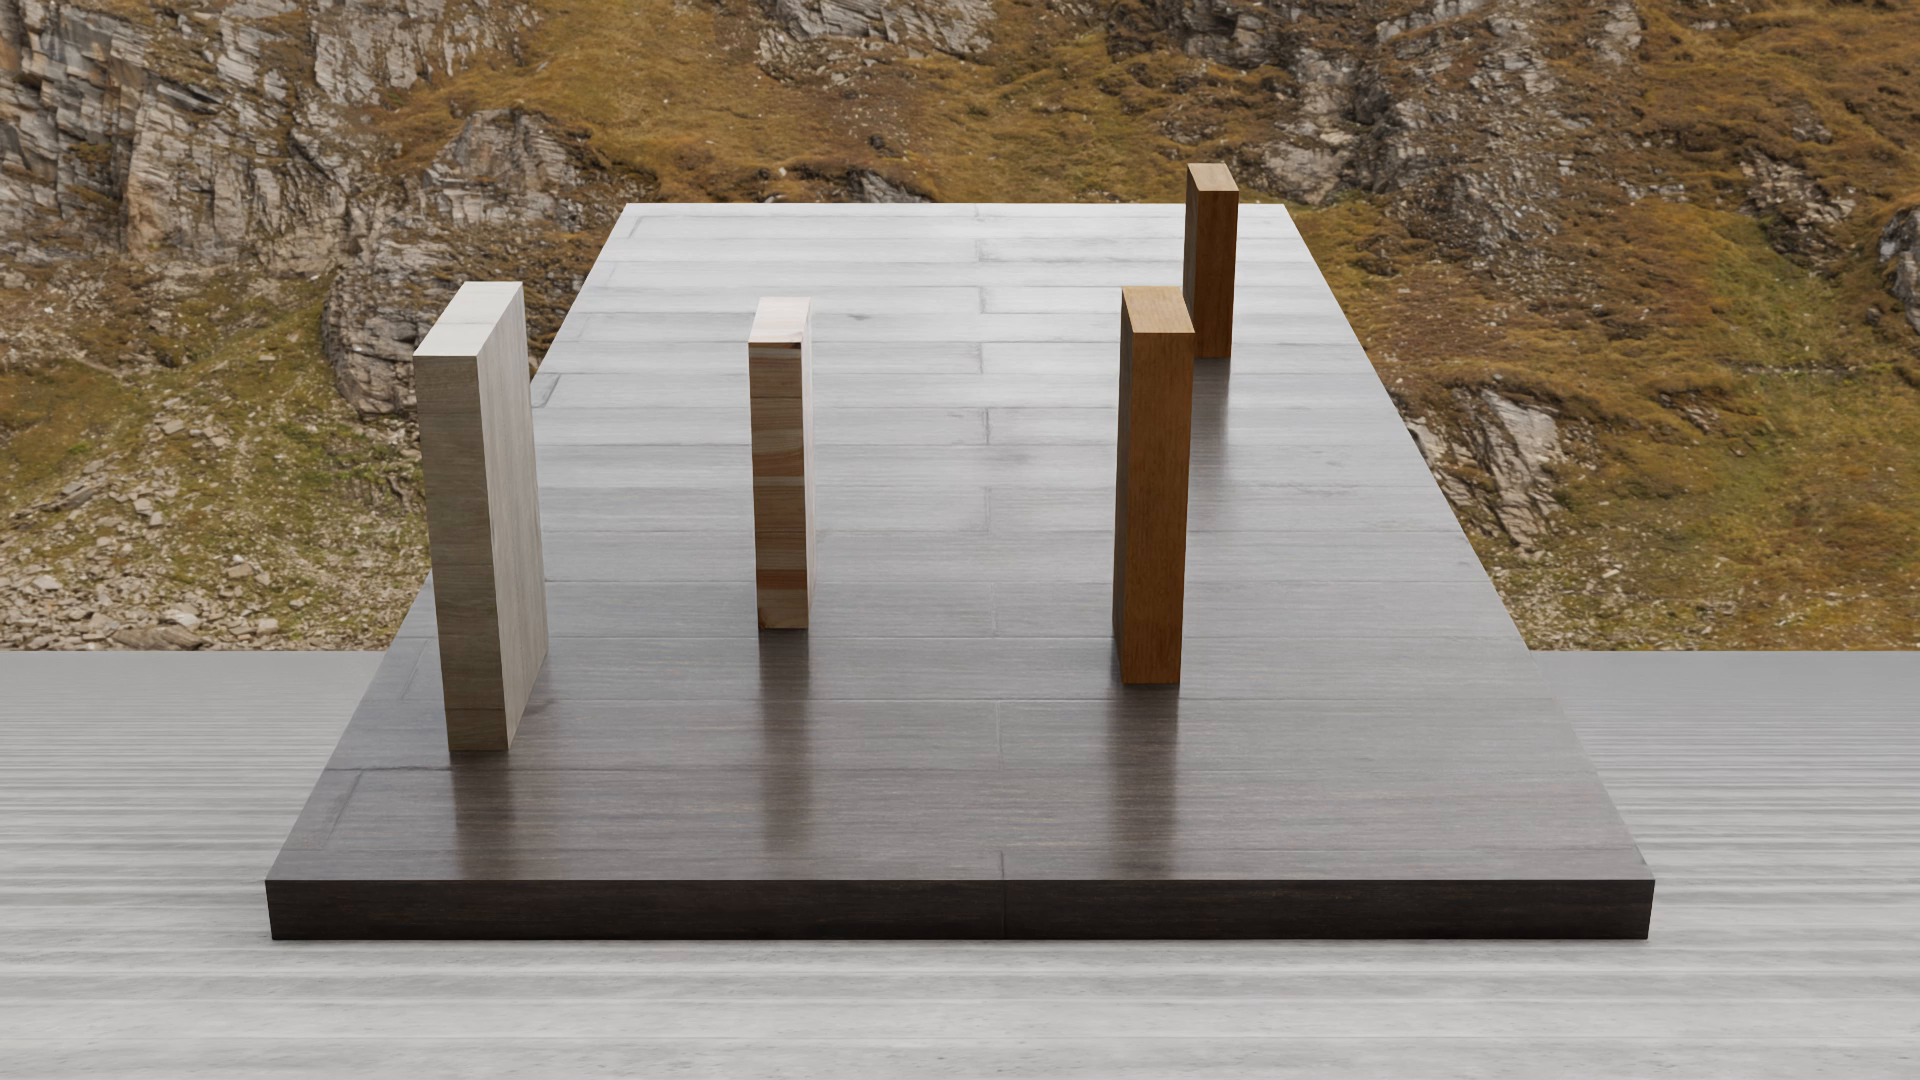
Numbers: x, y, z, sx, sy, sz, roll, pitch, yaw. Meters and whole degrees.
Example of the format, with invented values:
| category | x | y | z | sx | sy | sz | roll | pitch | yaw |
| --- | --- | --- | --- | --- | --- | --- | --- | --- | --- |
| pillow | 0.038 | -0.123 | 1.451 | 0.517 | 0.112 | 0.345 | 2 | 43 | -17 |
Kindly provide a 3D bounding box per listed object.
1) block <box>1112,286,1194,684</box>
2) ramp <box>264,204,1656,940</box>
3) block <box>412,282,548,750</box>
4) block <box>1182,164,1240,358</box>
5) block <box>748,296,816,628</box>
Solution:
| category | x | y | z | sx | sy | sz | roll | pitch | yaw |
| --- | --- | --- | --- | --- | --- | --- | --- | --- | --- |
| block | 0.325 | -0.095 | 3.914 | 0.098 | 0.621 | 0.267 | 0 | 22 | 0 |
| ramp | -0.007 | -0.222 | 5.177 | 2.000 | 0.100 | 4.000 | 0 | 22 | 0 |
| block | -0.770 | -0.045 | 3.737 | 0.095 | 0.660 | 0.401 | 0 | 22 | 0 |
| block | 0.611 | -0.688 | 5.643 | 0.095 | 0.412 | 0.283 | 0 | 22 | 0 |
| block | -0.316 | -0.141 | 4.140 | 0.090 | 0.534 | 0.274 | 0 | 22 | 0 |
